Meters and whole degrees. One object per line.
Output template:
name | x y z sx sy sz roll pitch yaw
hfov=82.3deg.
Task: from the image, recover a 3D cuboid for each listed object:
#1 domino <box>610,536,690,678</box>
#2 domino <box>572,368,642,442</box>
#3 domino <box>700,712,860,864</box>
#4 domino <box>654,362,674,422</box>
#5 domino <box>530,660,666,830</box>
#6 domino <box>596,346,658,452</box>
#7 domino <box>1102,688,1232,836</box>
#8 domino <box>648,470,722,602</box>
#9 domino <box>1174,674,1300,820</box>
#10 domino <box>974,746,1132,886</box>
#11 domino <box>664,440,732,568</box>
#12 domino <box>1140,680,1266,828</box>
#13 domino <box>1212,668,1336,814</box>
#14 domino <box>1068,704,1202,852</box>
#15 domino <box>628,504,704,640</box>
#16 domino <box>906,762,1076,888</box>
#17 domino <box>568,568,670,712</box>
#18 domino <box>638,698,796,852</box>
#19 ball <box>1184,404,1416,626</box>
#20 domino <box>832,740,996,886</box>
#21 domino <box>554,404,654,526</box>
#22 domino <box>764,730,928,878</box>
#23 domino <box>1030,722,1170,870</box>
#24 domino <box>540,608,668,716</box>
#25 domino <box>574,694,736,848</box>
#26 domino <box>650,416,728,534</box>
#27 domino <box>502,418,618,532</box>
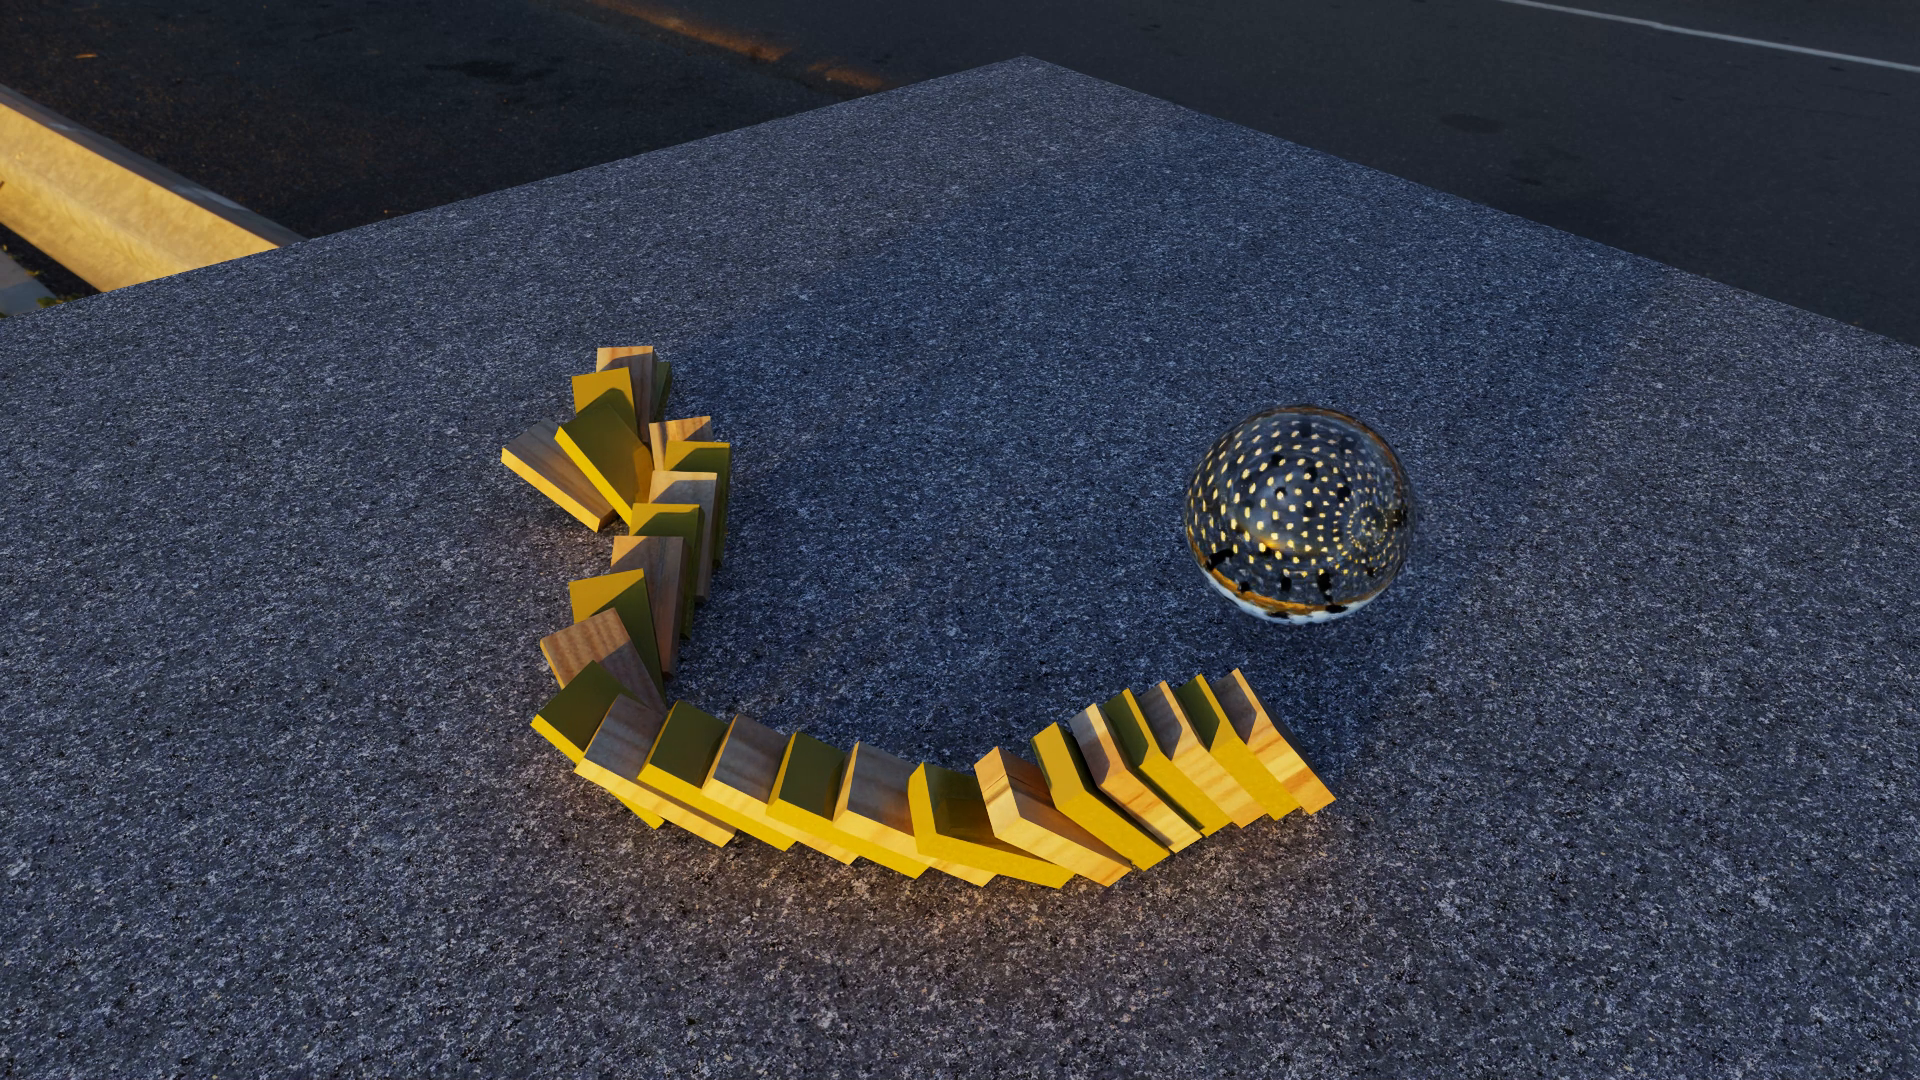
domino | -0.113 0.024 0.395 0.025 0.009 0.050 1 70 1
domino | -0.155 -0.051 0.487 0.025 0.009 0.050 -11 68 -8
domino | -0.050 0.075 0.332 0.050 0.010 0.025 30 38 -14
domino | -0.154 -0.068 0.527 0.025 0.010 0.050 -3 39 -3
domino | -0.105 0.064 0.344 0.050 0.009 0.025 42 46 -5
domino | -0.153 -0.064 0.503 0.025 0.010 0.050 -3 68 -3
domino | 0.063 0.068 0.332 0.010 0.050 0.025 -36 40 12
domino | -0.108 -0.002 0.425 0.025 0.010 0.050 2 70 -1
domino | 0.085 0.064 0.336 0.010 0.050 0.025 -36 40 12
domino | 0.027 0.081 0.319 0.009 0.050 0.025 -43 37 19
domino | -0.106 -0.015 0.441 0.025 0.010 0.050 2 70 -4
domino | 0.074 0.066 0.334 0.010 0.050 0.025 -36 40 12
domino | 0.097 0.062 0.338 0.009 0.050 0.025 -36 40 12
domino | 0.052 0.071 0.327 0.009 0.050 0.025 -36 40 12
domino | -0.111 0.012 0.410 0.025 0.009 0.050 1 70 1
domino | 0.009 0.084 0.321 0.050 0.010 0.025 23 31 -27
domino | -0.117 0.037 0.378 0.025 0.009 0.050 -11 74 -13
domino | -0.070 0.072 0.335 0.050 0.009 0.025 31 39 -15
ball | 0.122 -0.009 0.398 0.080 0.080 0.080 0 39 0
domino | -0.012 0.081 0.326 0.050 0.009 0.025 26 37 -16
domino | -0.142 -0.031 0.459 0.050 0.010 0.025 49 47 2
domino | -0.031 0.079 0.328 0.050 0.009 0.025 28 37 -15
domino | 0.041 0.076 0.322 0.010 0.050 0.025 -37 40 13
domino | -0.114 0.050 0.360 0.025 0.010 0.050 -26 82 -28
domino | -0.088 0.070 0.336 0.050 0.009 0.025 32 41 -14
domino | -0.112 -0.025 0.455 0.025 0.009 0.050 -9 72 -11
domino | -0.163 -0.028 0.461 0.050 0.009 0.025 36 47 2
